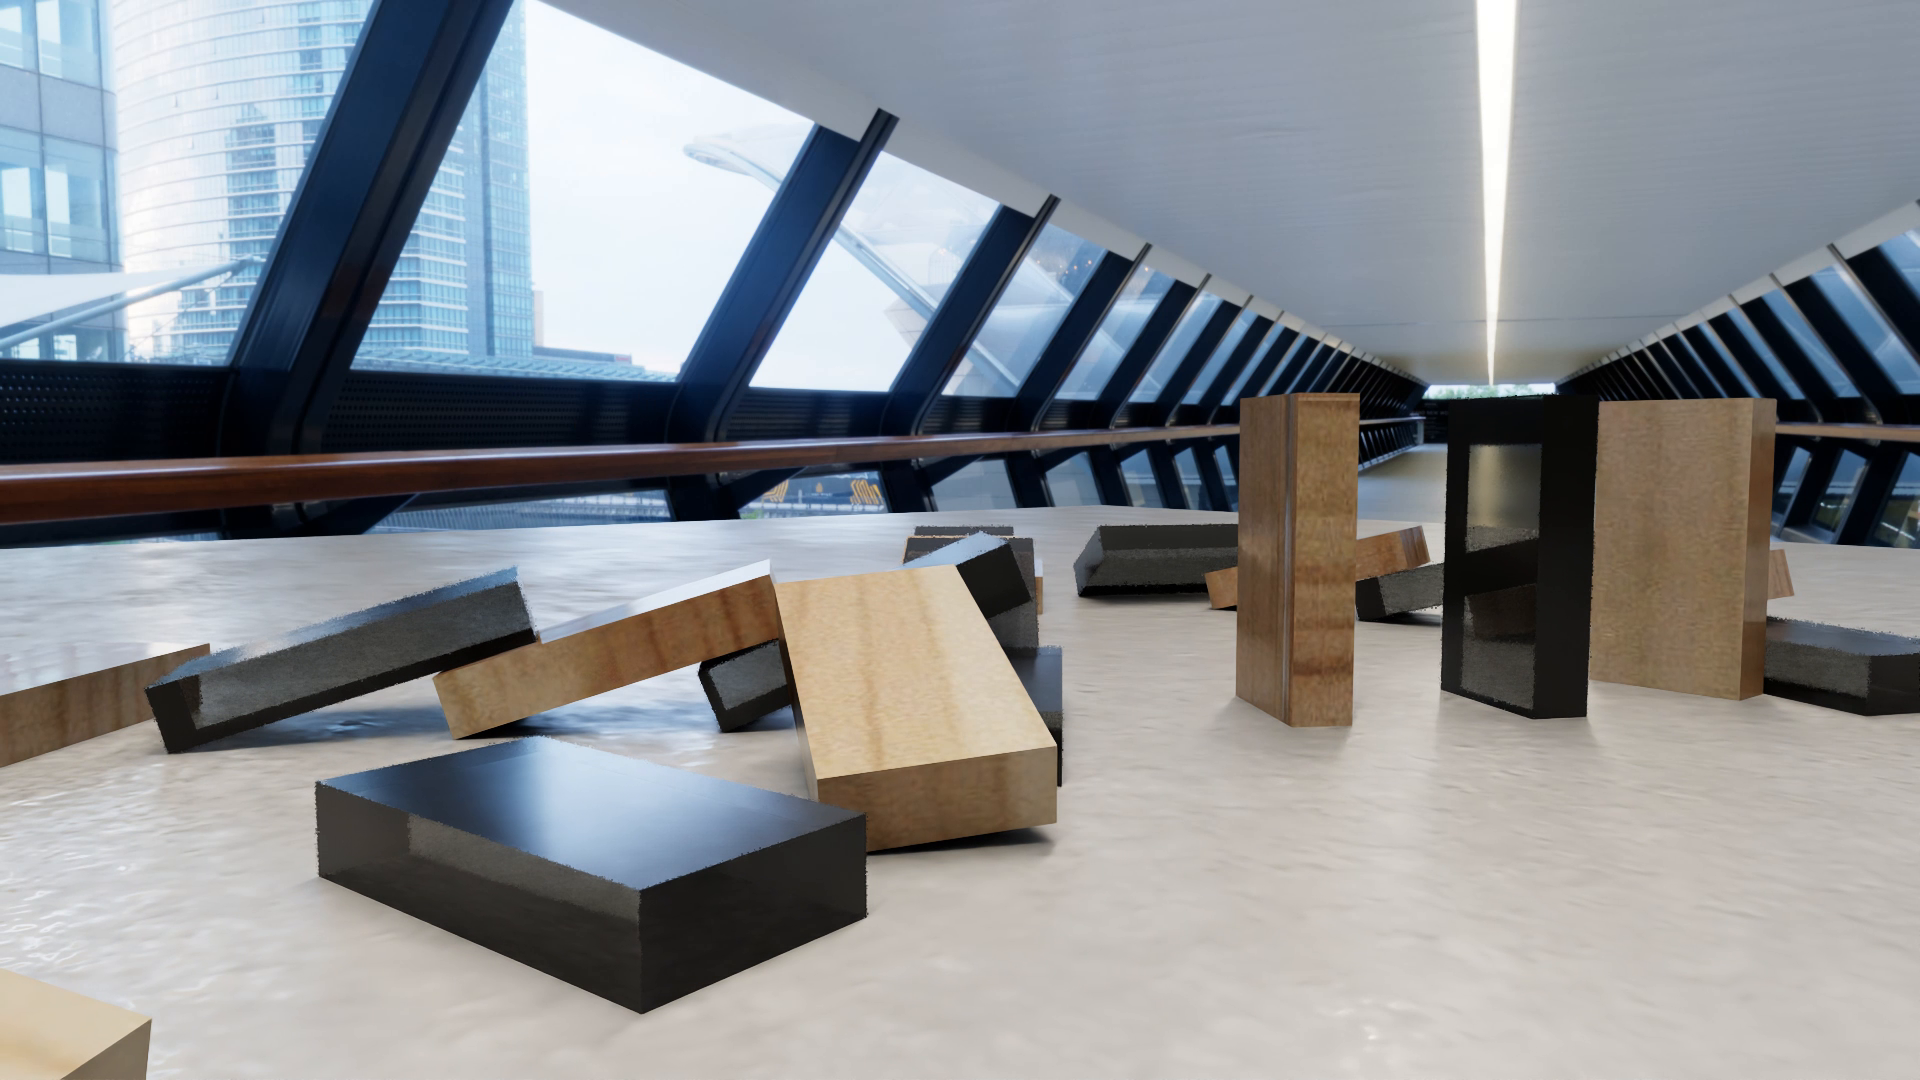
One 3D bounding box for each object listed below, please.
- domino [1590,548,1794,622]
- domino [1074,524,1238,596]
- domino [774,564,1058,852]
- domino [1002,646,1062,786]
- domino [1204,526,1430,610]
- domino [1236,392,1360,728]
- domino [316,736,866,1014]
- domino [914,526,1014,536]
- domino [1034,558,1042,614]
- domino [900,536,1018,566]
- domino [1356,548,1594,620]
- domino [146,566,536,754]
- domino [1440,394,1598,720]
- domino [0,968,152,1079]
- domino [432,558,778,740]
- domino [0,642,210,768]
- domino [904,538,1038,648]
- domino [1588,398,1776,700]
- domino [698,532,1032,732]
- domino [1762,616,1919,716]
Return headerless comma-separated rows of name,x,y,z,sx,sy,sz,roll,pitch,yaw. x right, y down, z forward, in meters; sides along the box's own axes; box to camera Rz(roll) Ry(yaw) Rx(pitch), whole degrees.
domino,0.142,0.012,0.270,0.025,0.009,0.050,-3,-9,-36
domino,0.059,0.006,0.355,0.050,0.010,0.025,-1,-26,-13
domino,-0.007,0.018,0.155,0.025,0.010,0.050,-6,22,-11
domino,0.002,0.024,0.185,0.025,0.009,0.050,0,4,5
domino,0.091,0.007,0.327,0.050,0.010,0.025,-15,-4,32
domino,0.053,0.002,0.204,0.010,0.050,0.025,-1,4,-7
domino,-0.036,0.029,0.121,0.050,0.009,0.025,3,5,38
domino,0.000,0.009,0.306,0.025,0.009,0.050,0,18,2
domino,0.010,0.012,0.346,0.025,0.010,0.050,0,4,3
domino,0.000,0.012,0.268,0.025,0.009,0.050,0,19,2
domino,0.121,0.009,0.302,0.050,0.010,0.025,-17,-8,41
domino,-0.091,0.017,0.194,0.050,0.010,0.025,-17,10,-17
domino,0.091,0.002,0.210,0.009,0.050,0.025,-1,4,-12
domino,-0.071,0.026,0.062,0.050,0.010,0.025,14,12,7
domino,-0.052,0.016,0.199,0.050,0.009,0.025,-17,7,-7
domino,-0.138,0.024,0.189,0.025,0.010,0.050,0,4,2
domino,0.001,0.013,0.235,0.025,0.010,0.050,0,21,2
domino,0.125,0.001,0.223,0.009,0.050,0.025,-3,5,-37
domino,-0.016,0.014,0.203,0.050,0.009,0.025,-23,7,-6
domino,0.148,0.021,0.227,0.025,0.009,0.050,-1,4,-14
